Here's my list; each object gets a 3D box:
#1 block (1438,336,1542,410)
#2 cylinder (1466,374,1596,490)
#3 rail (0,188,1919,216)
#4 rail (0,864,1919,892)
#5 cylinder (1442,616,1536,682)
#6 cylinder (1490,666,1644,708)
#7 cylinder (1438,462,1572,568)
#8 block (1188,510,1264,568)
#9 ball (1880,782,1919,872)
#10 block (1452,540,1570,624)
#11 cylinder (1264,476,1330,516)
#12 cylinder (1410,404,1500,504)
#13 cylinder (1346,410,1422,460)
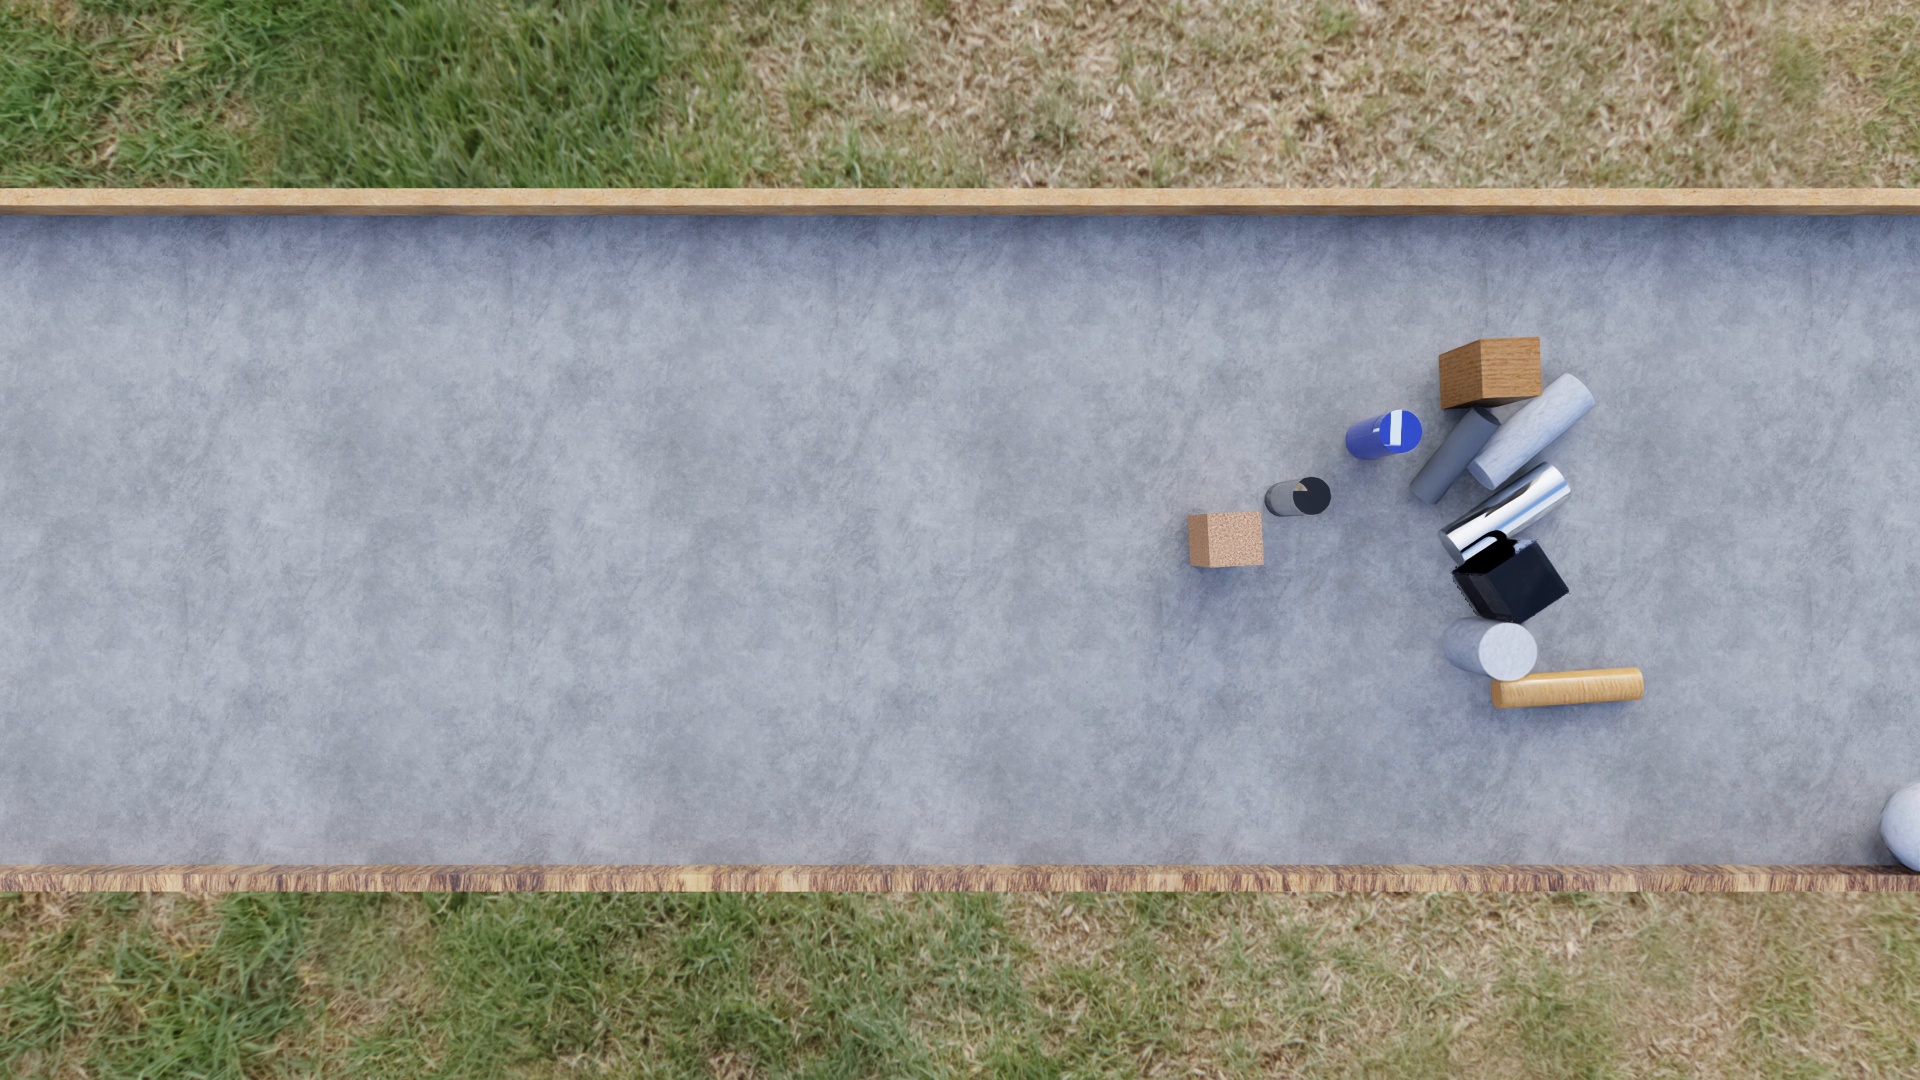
[{"bbox_3d":[1.560,-0.489,4.873,0.168,0.408,0.168,-2,90,0],"label":"block"},{"bbox_3d":[1.726,-0.329,5.009,0.395,0.136,0.136,-40,90,0],"label":"cylinder"},{"bbox_3d":[-2.247,-1.025,5.002,12.000,0.150,0.050,0,90,0],"label":"rail"},{"bbox_3d":[-2.247,1.025,5.001,12.000,0.150,0.050,0,90,0],"label":"rail"},{"bbox_3d":[1.572,0.320,4.908,0.169,0.334,0.169,0,91,-1],"label":"cylinder"},{"bbox_3d":[1.848,0.450,5.026,0.429,0.101,0.101,-4,90,0],"label":"cylinder"},{"bbox_3d":[1.652,-0.077,5.008,0.380,0.137,0.137,-34,90,0],"label":"cylinder"},{"bbox_3d":[0.781,-0.003,4.876,0.153,0.402,0.153,-3,90,0],"label":"block"},{"bbox_3d":[2.912,0.862,4.939,0.276,0.276,0.276,0,90,0],"label":"ball"},{"bbox_3d":[1.634,0.123,4.912,0.175,0.330,0.175,-34,90,0],"label":"block"},{"bbox_3d":[0.992,-0.124,4.861,0.108,0.431,0.108,0,90,0],"label":"cylinder"},{"bbox_3d":[1.487,-0.255,4.961,0.101,0.101,0.309,33,117,0],"label":"cylinder"},{"bbox_3d":[1.247,-0.308,4.872,0.122,0.409,0.122,0,90,0],"label":"cylinder"}]
